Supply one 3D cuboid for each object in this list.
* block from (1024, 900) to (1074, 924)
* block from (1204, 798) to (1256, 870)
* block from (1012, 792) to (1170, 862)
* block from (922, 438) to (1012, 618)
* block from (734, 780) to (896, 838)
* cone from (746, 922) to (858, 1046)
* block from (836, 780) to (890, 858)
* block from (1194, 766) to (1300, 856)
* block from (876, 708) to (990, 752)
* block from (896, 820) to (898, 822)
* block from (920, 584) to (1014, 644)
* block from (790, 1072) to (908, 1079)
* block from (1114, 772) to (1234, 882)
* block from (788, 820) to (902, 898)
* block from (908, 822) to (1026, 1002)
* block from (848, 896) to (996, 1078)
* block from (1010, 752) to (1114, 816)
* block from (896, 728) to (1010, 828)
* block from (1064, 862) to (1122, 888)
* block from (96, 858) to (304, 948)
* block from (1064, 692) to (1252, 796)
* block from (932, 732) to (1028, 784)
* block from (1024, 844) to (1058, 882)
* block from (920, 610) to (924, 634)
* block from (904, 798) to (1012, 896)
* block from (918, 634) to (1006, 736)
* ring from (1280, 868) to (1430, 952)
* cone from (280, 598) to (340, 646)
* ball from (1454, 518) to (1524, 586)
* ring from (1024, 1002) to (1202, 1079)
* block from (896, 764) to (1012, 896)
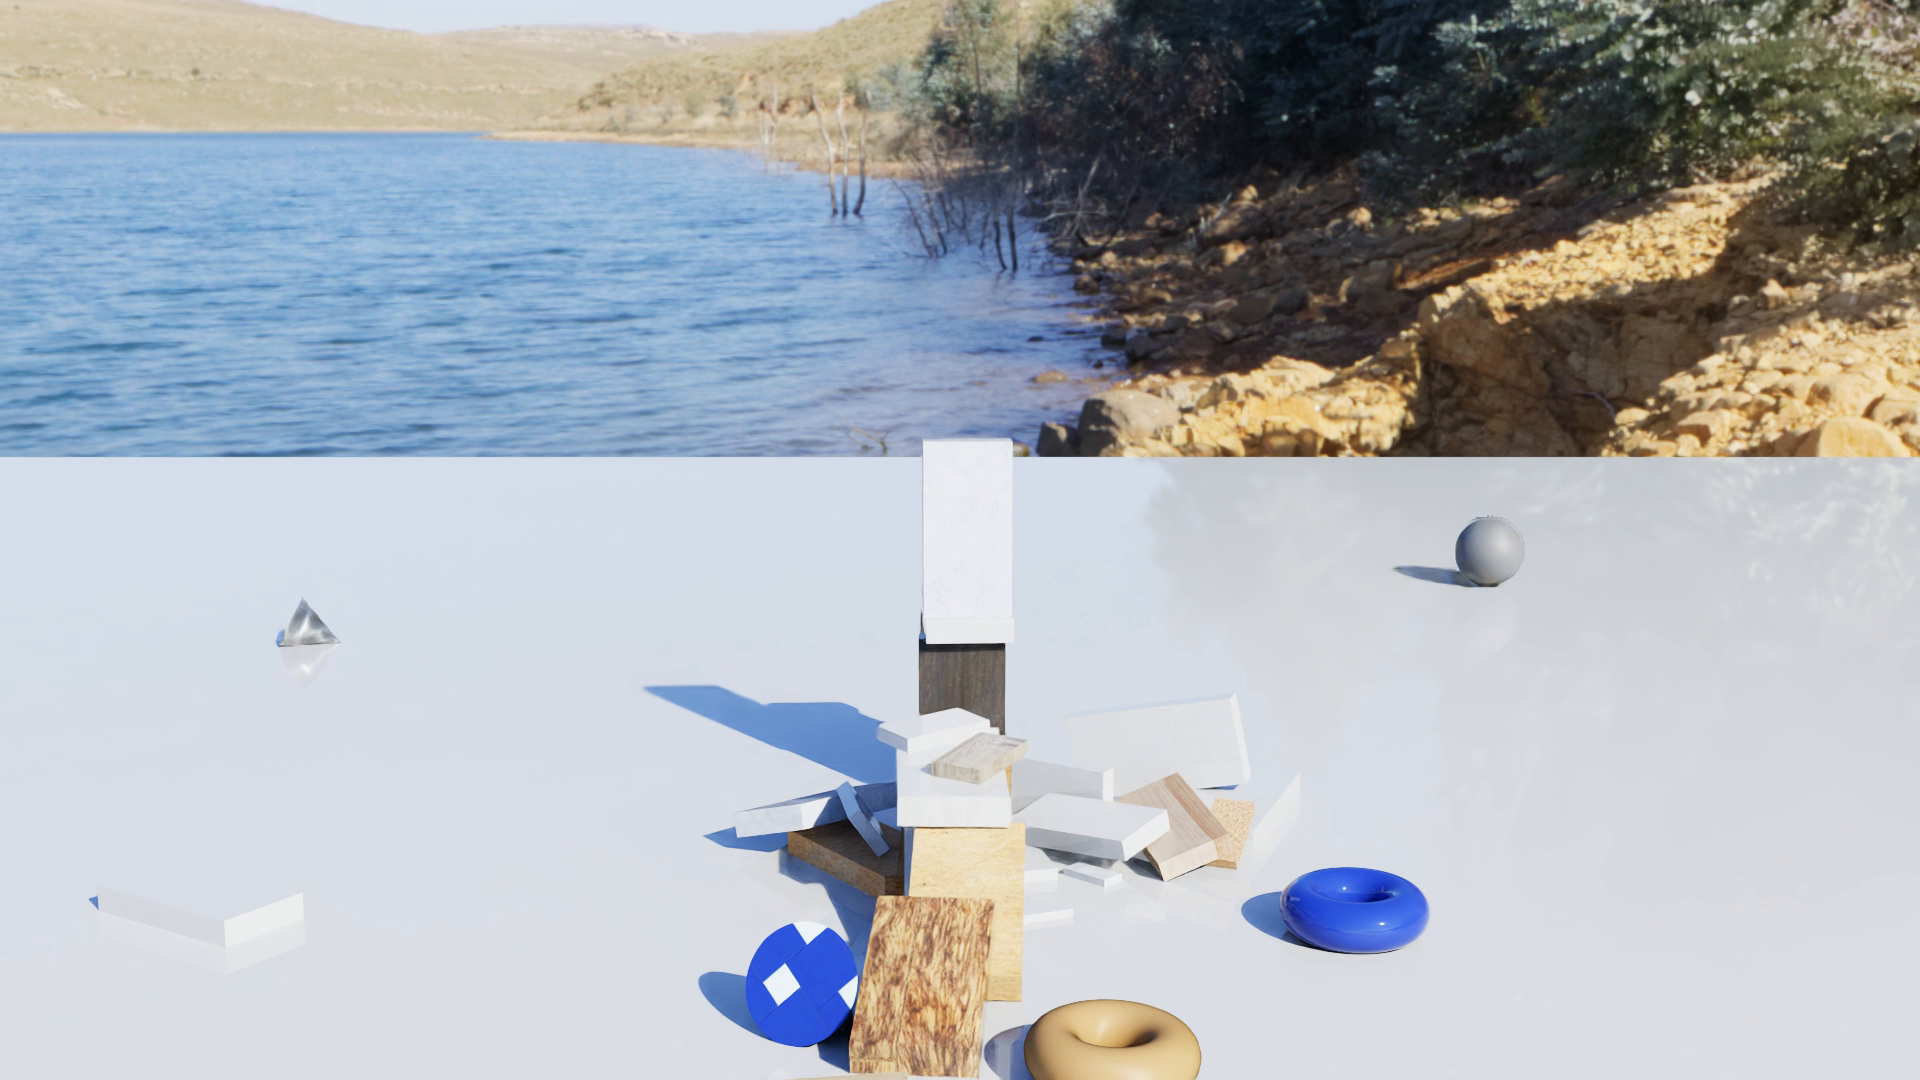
[{"bbox_3d":[0.132,0.603,3.565,0.092,0.013,0.046,-4,11,-21],"label":"block"},{"bbox_3d":[0.465,0.512,3.844,0.071,0.020,0.142,5,41,21],"label":"block"},{"bbox_3d":[0.220,0.499,3.837,0.263,0.037,0.131,3,20,42],"label":"block"},{"bbox_3d":[0.013,-0.022,4.044,0.162,0.325,0.046,-1,9,-3],"label":"block"},{"bbox_3d":[-0.243,0.480,3.946,0.155,0.044,0.310,-12,-4,35],"label":"block"},{"bbox_3d":[-0.191,0.646,3.155,0.173,0.173,0.173,5,-15,24],"label":"cone"},{"bbox_3d":[-0.168,0.479,3.790,0.025,0.087,0.175,-36,14,-2],"label":"block"},{"bbox_3d":[0.507,0.493,4.064,0.162,0.046,0.395,4,11,20],"label":"block"},{"bbox_3d":[-0.045,0.322,3.729,0.175,0.025,0.087,-9,17,-38],"label":"block"},{"bbox_3d":[-0.068,0.473,3.902,0.092,0.013,0.046,-27,23,30],"label":"block"},{"bbox_3d":[0.011,0.138,4.203,0.162,0.046,0.324,-1,11,-3],"label":"block"},{"bbox_3d":[-0.229,0.735,2.751,0.348,0.049,0.174,-2,11,-9],"label":"block"},{"bbox_3d":[0.370,0.499,3.849,0.131,0.037,0.263,-22,21,-7],"label":"block"},{"bbox_3d":[-0.150,0.545,3.791,0.155,0.044,0.310,-7,13,-35],"label":"block"},{"bbox_3d":[0.010,0.558,3.347,0.174,0.049,0.348,2,32,2],"label":"block"},{"bbox_3d":[-0.048,0.625,3.106,0.174,0.049,0.348,1,25,5],"label":"block"},{"bbox_3d":[0.155,0.462,4.001,0.263,0.131,0.037,7,12,33],"label":"block"},{"bbox_3d":[-0.016,0.386,3.620,0.175,0.050,0.350,1,13,-2],"label":"block"},{"bbox_3d":[0.226,0.569,3.745,0.092,0.013,0.046,10,14,42],"label":"block"},{"bbox_3d":[-1.233,0.587,3.567,0.311,0.044,0.155,7,12,32],"label":"block"},{"bbox_3d":[0.371,0.389,4.132,0.325,0.162,0.046,-9,7,22],"label":"block"},{"bbox_3d":[0.033,0.356,3.593,0.087,0.025,0.177,8,15,26],"label":"block"},{"bbox_3d":[0.115,0.557,3.793,0.071,0.020,0.142,-2,11,-13],"label":"block"},{"bbox_3d":[0.004,0.300,4.345,0.162,0.324,0.046,0,11,0],"label":"block"},{"bbox_3d":[0.000,0.538,3.473,0.175,0.050,0.350,0,32,-1],"label":"block"},{"bbox_3d":[0.004,0.339,4.133,0.162,0.324,0.046,0,11,0],"label":"block"},{"bbox_3d":[0.625,0.585,3.485,0.237,0.079,0.237,-1,12,0],"label":"ring"},{"bbox_3d":[-1.597,0.229,5.453,0.131,0.131,0.131,25,5,-14],"label":"cone"},{"bbox_3d":[1.479,0.034,6.147,0.189,0.189,0.189,0,11,0],"label":"ball"},{"bbox_3d":[0.204,0.686,2.940,0.238,0.079,0.238,1,11,0],"label":"ring"},{"bbox_3d":[-0.006,0.473,3.677,0.175,0.050,0.350,3,31,2],"label":"block"}]
